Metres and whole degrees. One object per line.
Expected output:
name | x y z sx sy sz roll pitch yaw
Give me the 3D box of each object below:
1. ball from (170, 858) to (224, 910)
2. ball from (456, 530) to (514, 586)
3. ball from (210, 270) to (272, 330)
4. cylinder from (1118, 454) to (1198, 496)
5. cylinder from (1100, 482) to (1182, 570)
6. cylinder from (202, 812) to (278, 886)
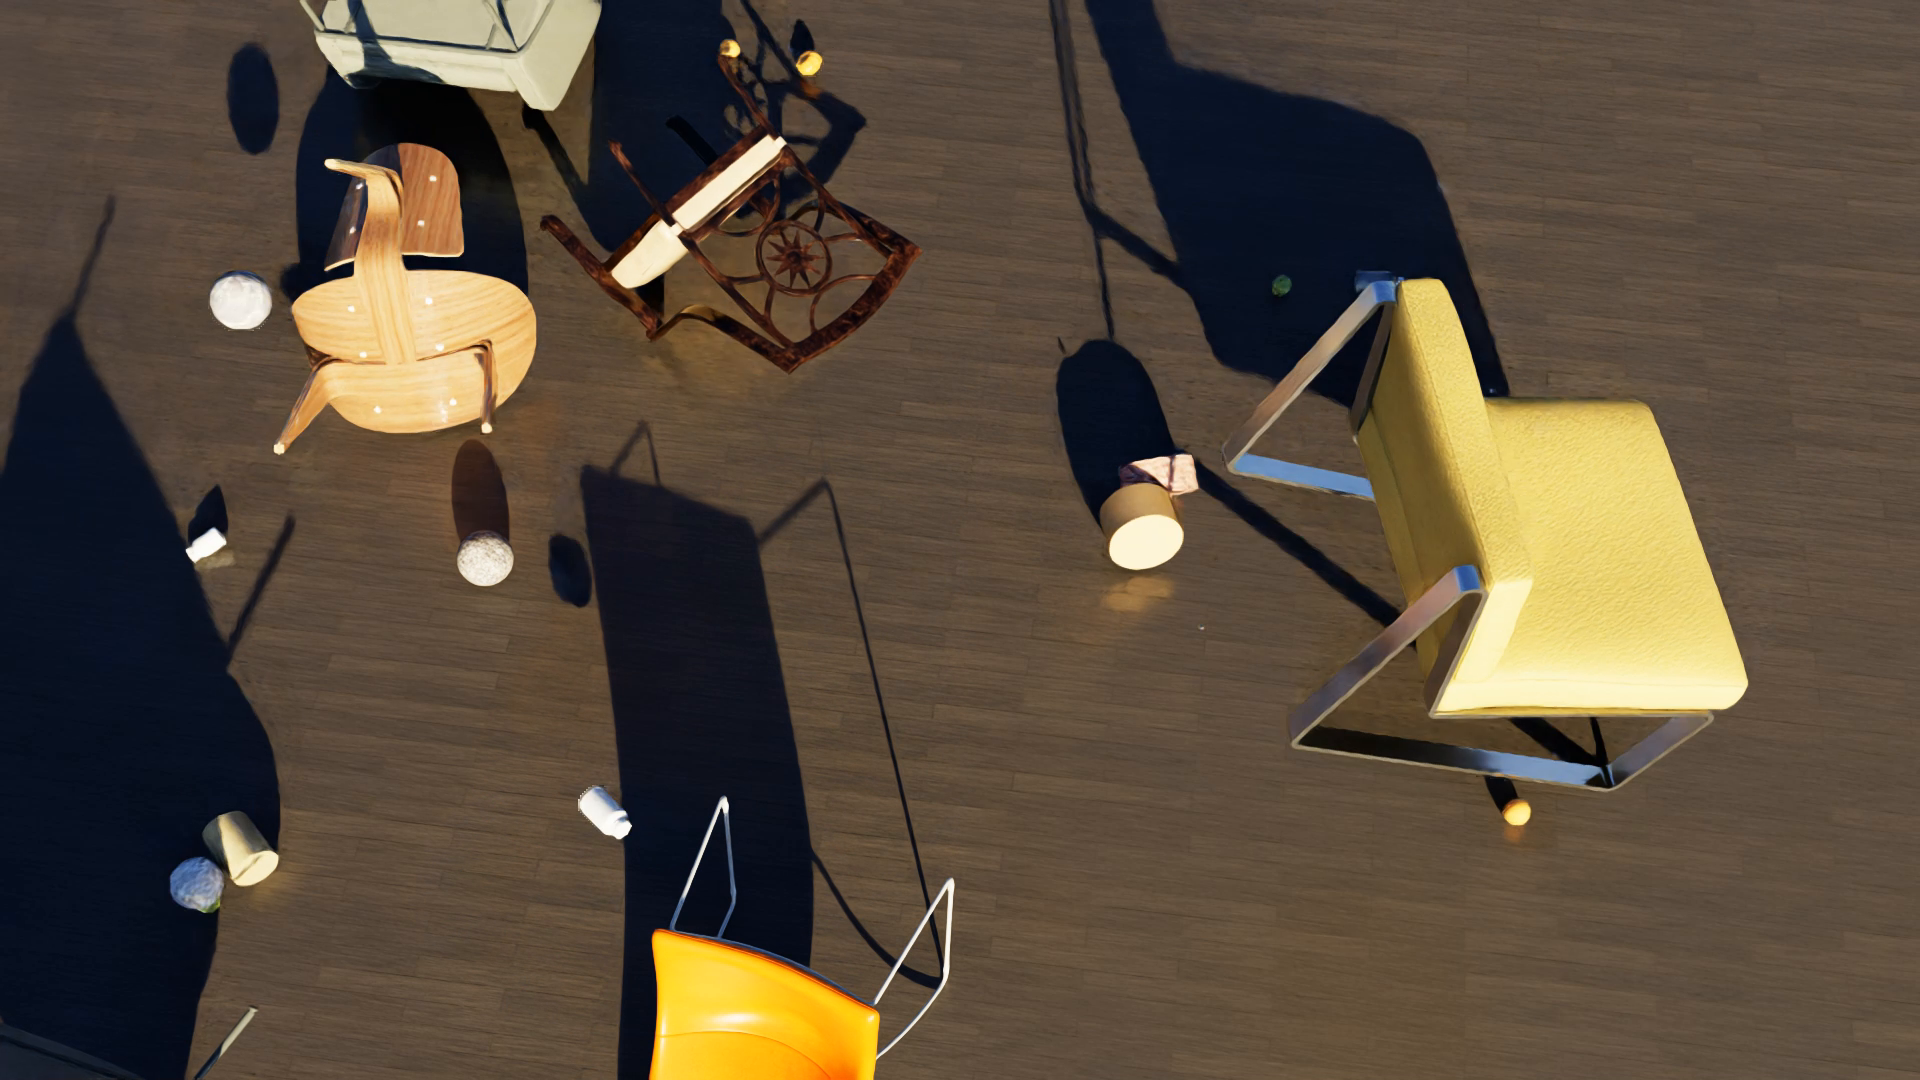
ball | -2.015 0.907 5.806 0.137 0.137 0.137 0 56 0
ball | -1.390 0.052 6.439 0.165 0.165 0.165 0 56 0
ball | -2.134 -0.713 6.527 0.177 0.177 0.177 0 56 0
cylinder | 0.591 -0.185 6.569 0.235 0.184 0.105 -8 85 -18
cylinder | 0.530 -0.040 6.452 0.221 0.230 0.133 -9 48 -6
cylinder | -1.932 0.828 5.903 0.128 0.180 0.148 -41 71 -7
